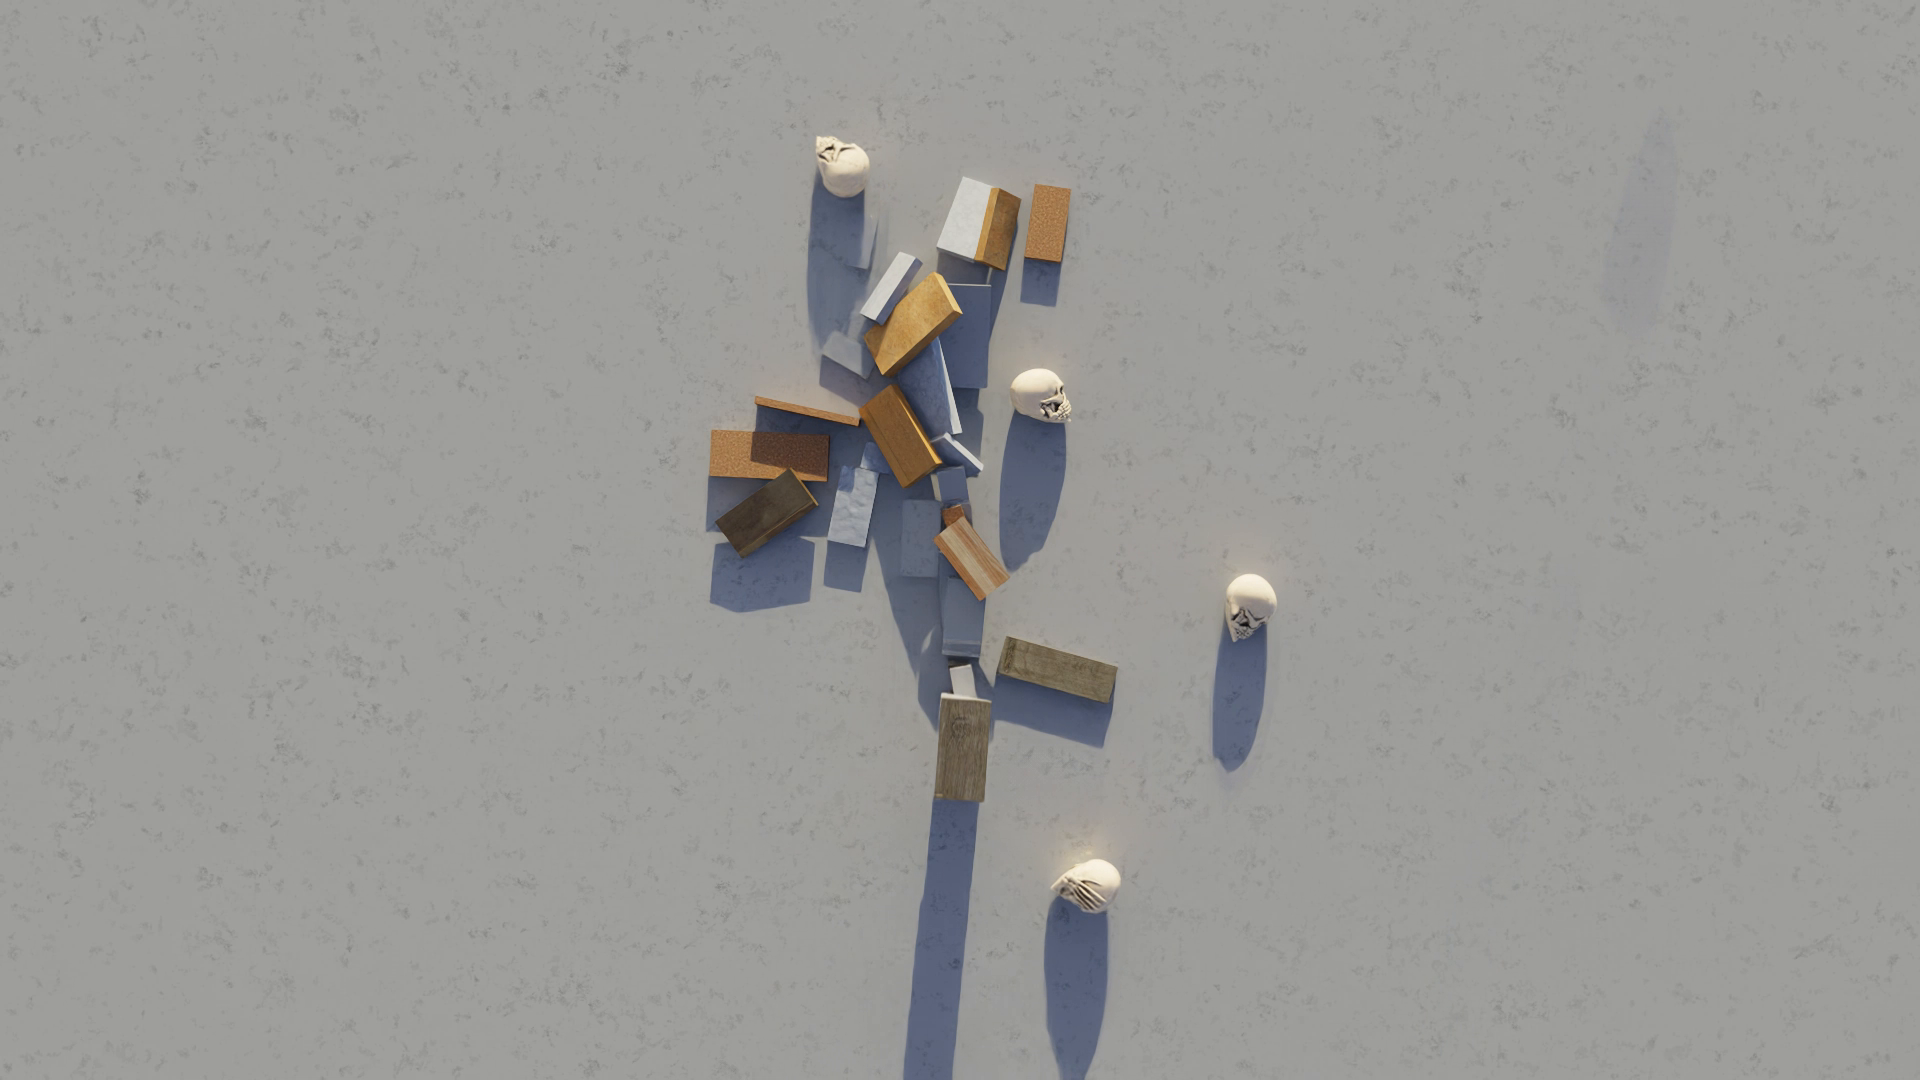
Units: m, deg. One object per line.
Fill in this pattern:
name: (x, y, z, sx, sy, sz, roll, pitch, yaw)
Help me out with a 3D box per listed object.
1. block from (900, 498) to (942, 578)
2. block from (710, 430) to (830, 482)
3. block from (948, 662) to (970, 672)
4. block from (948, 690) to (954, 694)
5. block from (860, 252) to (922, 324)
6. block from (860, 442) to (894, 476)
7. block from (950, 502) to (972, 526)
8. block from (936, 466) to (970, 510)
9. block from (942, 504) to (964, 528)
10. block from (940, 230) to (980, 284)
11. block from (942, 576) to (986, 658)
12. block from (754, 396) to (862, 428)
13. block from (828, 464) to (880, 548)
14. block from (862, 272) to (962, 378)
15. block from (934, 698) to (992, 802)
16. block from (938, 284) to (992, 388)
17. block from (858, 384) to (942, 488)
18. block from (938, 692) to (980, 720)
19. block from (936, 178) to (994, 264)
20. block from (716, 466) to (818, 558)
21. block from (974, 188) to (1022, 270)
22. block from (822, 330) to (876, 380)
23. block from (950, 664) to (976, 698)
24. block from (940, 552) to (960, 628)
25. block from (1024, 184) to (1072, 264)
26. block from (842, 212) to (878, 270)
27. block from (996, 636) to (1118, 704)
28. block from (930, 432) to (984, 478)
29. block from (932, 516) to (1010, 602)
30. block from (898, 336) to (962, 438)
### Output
block: (-0.131, -0.007, 5.482, 0.127, 0.036, 0.255, 3, 90, 0)
block: (-0.631, -0.280, 5.478, 0.390, 0.043, 0.153, 3, 90, 0)
block: (-0.003, 0.417, 5.429, 0.071, 0.141, 0.020, 2, 91, 0)
block: (-0.002, 0.511, 5.429, 0.071, 0.141, 0.020, 2, 90, 0)
block: (-0.227, -0.830, 5.440, 0.035, 0.122, 0.244, 33, 90, -34)
block: (-0.233, -0.263, 5.487, 0.182, 0.026, 0.091, 14, 90, 0)
block: (0.008, -0.060, 5.466, 0.067, 0.019, 0.133, -5, 112, 0)
block: (-0.018, -0.153, 5.451, 0.091, 0.026, 0.182, -9, 113, 2)
block: (-0.008, -0.043, 5.437, 0.067, 0.019, 0.133, -19, 100, 3)
block: (0.003, -0.894, 5.482, 0.131, 0.037, 0.261, 0, 90, 0)
block: (0.015, 0.255, 5.441, 0.127, 0.036, 0.255, 5, 98, -1)
block: (-0.503, -0.424, 5.456, 0.349, 0.088, 0.025, 12, 90, 0)
block: (-0.353, -0.112, 5.482, 0.127, 0.036, 0.255, 11, 90, 0)
block: (-0.157, -0.700, 5.376, 0.334, 0.047, 0.167, -39, 62, 24)
block: (0.008, 0.637, 5.014, 0.152, 0.043, 0.303, 4, 90, 0)
block: (0.012, -0.671, 5.420, 0.167, 0.047, 0.334, 2, 102, 0)
block: (-0.197, -0.341, 5.418, 0.153, 0.043, 0.307, -36, 78, 28)
block: (0.012, 0.533, 5.187, 0.152, 0.303, 0.043, 9, 92, 0)
block: (0.028, -1.058, 5.451, 0.131, 0.037, 0.261, 19, 79, 4)
block: (-0.639, -0.089, 5.453, 0.307, 0.043, 0.153, -35, 97, 6)
block: (0.126, -1.025, 5.442, 0.035, 0.122, 0.244, 13, 90, 40)
block: (-0.363, -0.616, 5.488, 0.175, 0.025, 0.088, 30, 90, 0)
block: (0.013, 0.480, 5.347, 0.071, 0.020, 0.141, -10, 92, 0)
block: (-0.003, 0.163, 5.464, 0.127, 0.036, 0.255, -1, 98, 0)
block: (0.292, -1.052, 5.483, 0.122, 0.035, 0.244, 8, 90, 0)
block: (-0.332, -0.993, 5.488, 0.088, 0.025, 0.176, 12, 90, 0)
block: (0.322, 0.431, 5.482, 0.384, 0.036, 0.127, 16, 90, 0)
block: (-0.017, -0.277, 5.423, 0.182, 0.091, 0.026, 41, 49, -25)
block: (0.037, 0.061, 5.393, 0.127, 0.036, 0.255, -37, 87, -4)
block: (-0.111, -0.494, 5.430, 0.167, 0.047, 0.334, -14, 90, 38)
